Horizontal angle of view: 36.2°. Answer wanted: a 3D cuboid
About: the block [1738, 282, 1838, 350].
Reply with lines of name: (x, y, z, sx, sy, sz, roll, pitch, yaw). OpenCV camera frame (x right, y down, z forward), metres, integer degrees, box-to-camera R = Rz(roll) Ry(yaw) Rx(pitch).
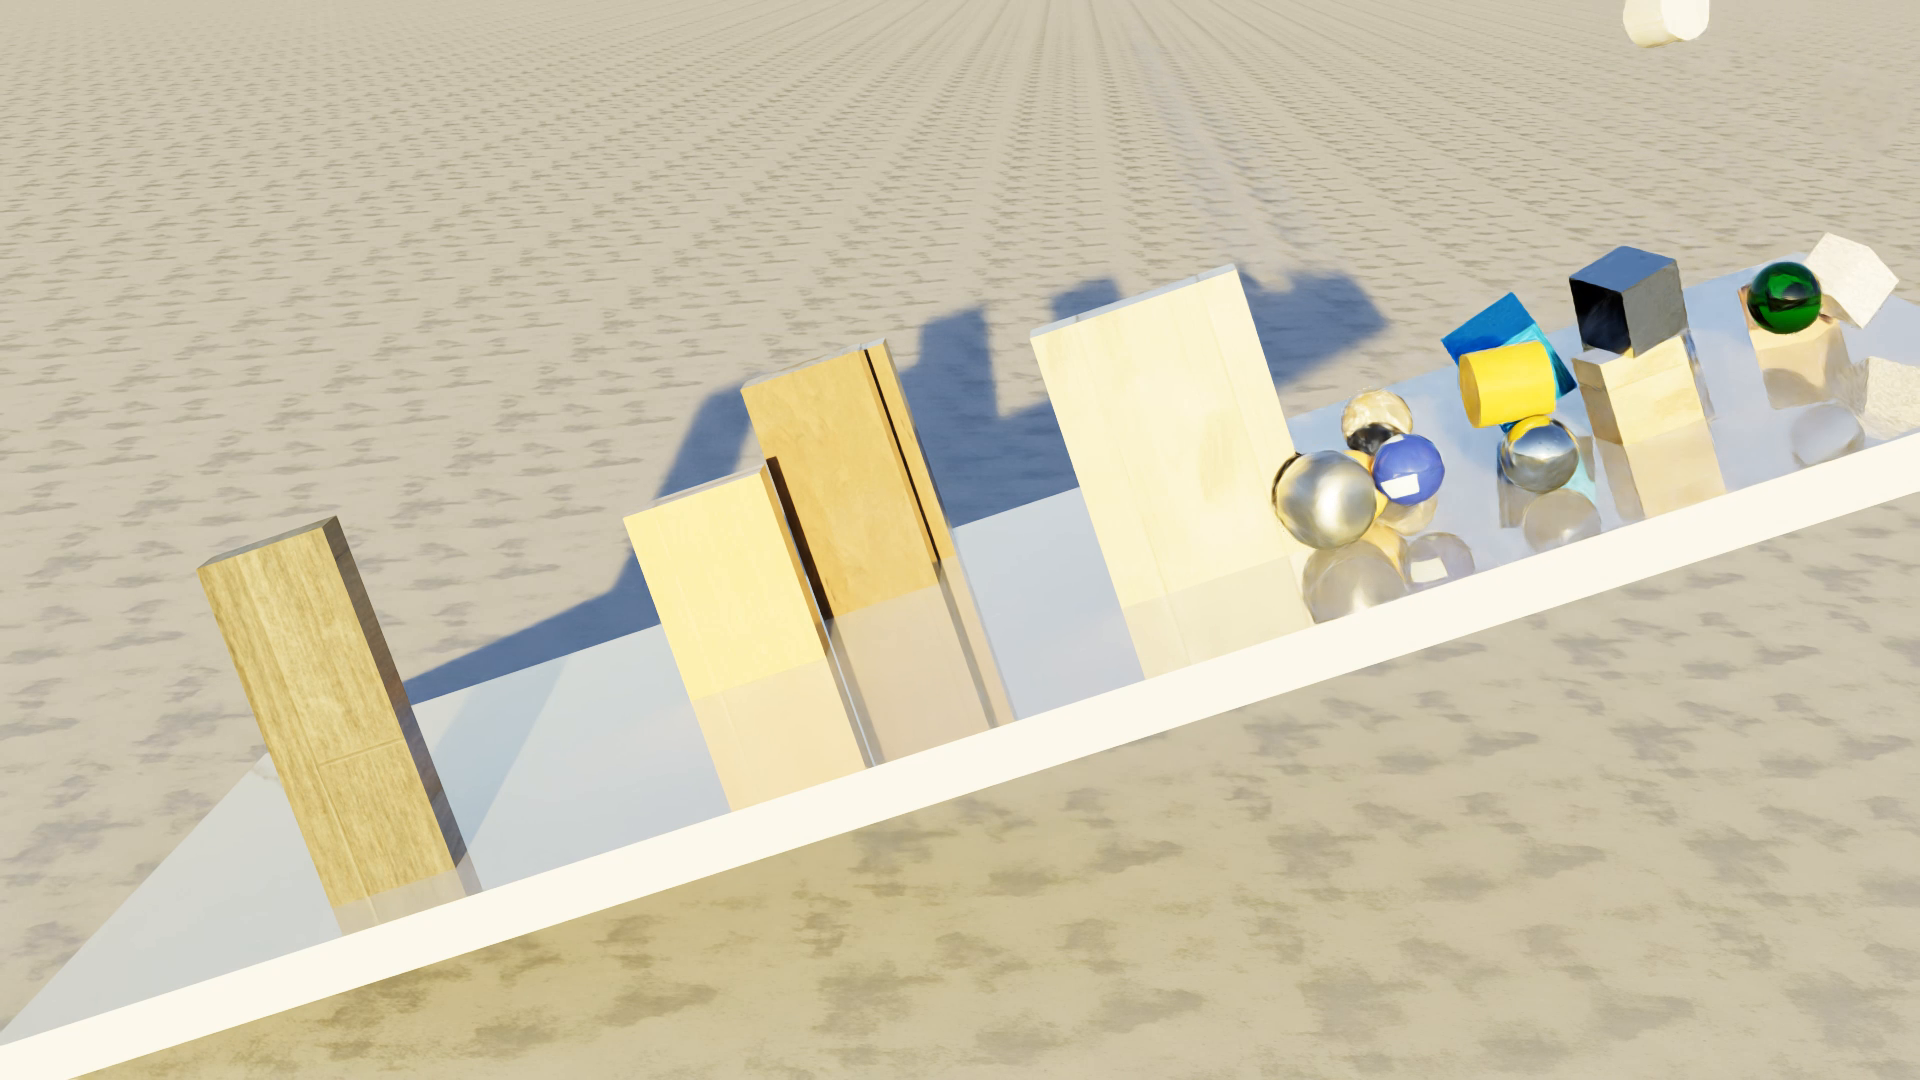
block: (1.742, -0.493, 6.189, 0.134, 0.134, 0.134, -9, 15, 42)

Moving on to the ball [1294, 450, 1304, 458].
ball: (0.664, -0.114, 6.060, 0.149, 0.149, 0.149, 0, 12, 0)

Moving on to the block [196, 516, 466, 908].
block: (-1.204, 0.332, 5.660, 0.258, 0.707, 0.114, -18, 11, 6)

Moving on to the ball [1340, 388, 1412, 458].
ball: (0.896, -0.249, 6.321, 0.153, 0.153, 0.153, 0, 12, 0)

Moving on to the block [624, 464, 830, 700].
block: (-0.505, 0.092, 6.392, 0.312, 0.428, 0.113, -18, 11, 6)

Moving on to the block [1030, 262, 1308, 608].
block: (0.432, -0.207, 5.859, 0.424, 0.574, 0.118, -18, 11, 6)

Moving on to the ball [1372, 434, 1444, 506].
ball: (0.874, -0.137, 5.736, 0.142, 0.142, 0.142, 0, 12, 0)

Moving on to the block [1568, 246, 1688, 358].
block: (1.310, -0.467, 5.762, 0.147, 0.147, 0.147, -30, 30, -21)

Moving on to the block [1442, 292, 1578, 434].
block: (1.163, -0.376, 6.237, 0.181, 0.181, 0.181, -35, 24, 10)

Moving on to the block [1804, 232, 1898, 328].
block: (1.788, -0.525, 5.945, 0.122, 0.122, 0.122, 37, 0, -34)

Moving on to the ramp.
ramp: (0.107, 0.180, 6.305, 4.000, 0.100, 2.000, -18, 11, 6)

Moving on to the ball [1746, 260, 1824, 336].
ball: (1.641, -0.481, 5.849, 0.149, 0.149, 0.149, 0, 12, 0)

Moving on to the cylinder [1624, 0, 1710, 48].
cylinder: (1.394, -1.038, 5.803, 0.118, 0.118, 0.118, -6, 3, -25)

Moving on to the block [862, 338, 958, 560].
block: (-0.257, -0.169, 6.978, 0.347, 0.531, 0.104, -18, 11, 6)

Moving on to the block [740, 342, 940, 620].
block: (-0.270, -0.133, 6.735, 0.279, 0.565, 0.128, -18, 11, 6)

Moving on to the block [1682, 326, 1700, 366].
block: (1.470, -0.407, 6.247, 0.129, 0.129, 0.129, -10, 14, 40)

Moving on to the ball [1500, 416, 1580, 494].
ball: (1.107, -0.163, 5.614, 0.148, 0.148, 0.148, 0, 12, 0)

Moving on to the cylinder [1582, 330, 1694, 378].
cylinder: (1.395, -0.371, 6.047, 0.178, 0.178, 0.178, -18, 5, 23)

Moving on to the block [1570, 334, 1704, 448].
block: (1.344, -0.304, 5.841, 0.171, 0.171, 0.171, -20, 11, -4)

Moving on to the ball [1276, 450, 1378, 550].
ball: (0.708, -0.077, 5.679, 0.195, 0.195, 0.195, 0, 12, 0)

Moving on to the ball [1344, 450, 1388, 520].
ball: (0.778, -0.101, 5.860, 0.155, 0.155, 0.155, 0, 12, 0)
